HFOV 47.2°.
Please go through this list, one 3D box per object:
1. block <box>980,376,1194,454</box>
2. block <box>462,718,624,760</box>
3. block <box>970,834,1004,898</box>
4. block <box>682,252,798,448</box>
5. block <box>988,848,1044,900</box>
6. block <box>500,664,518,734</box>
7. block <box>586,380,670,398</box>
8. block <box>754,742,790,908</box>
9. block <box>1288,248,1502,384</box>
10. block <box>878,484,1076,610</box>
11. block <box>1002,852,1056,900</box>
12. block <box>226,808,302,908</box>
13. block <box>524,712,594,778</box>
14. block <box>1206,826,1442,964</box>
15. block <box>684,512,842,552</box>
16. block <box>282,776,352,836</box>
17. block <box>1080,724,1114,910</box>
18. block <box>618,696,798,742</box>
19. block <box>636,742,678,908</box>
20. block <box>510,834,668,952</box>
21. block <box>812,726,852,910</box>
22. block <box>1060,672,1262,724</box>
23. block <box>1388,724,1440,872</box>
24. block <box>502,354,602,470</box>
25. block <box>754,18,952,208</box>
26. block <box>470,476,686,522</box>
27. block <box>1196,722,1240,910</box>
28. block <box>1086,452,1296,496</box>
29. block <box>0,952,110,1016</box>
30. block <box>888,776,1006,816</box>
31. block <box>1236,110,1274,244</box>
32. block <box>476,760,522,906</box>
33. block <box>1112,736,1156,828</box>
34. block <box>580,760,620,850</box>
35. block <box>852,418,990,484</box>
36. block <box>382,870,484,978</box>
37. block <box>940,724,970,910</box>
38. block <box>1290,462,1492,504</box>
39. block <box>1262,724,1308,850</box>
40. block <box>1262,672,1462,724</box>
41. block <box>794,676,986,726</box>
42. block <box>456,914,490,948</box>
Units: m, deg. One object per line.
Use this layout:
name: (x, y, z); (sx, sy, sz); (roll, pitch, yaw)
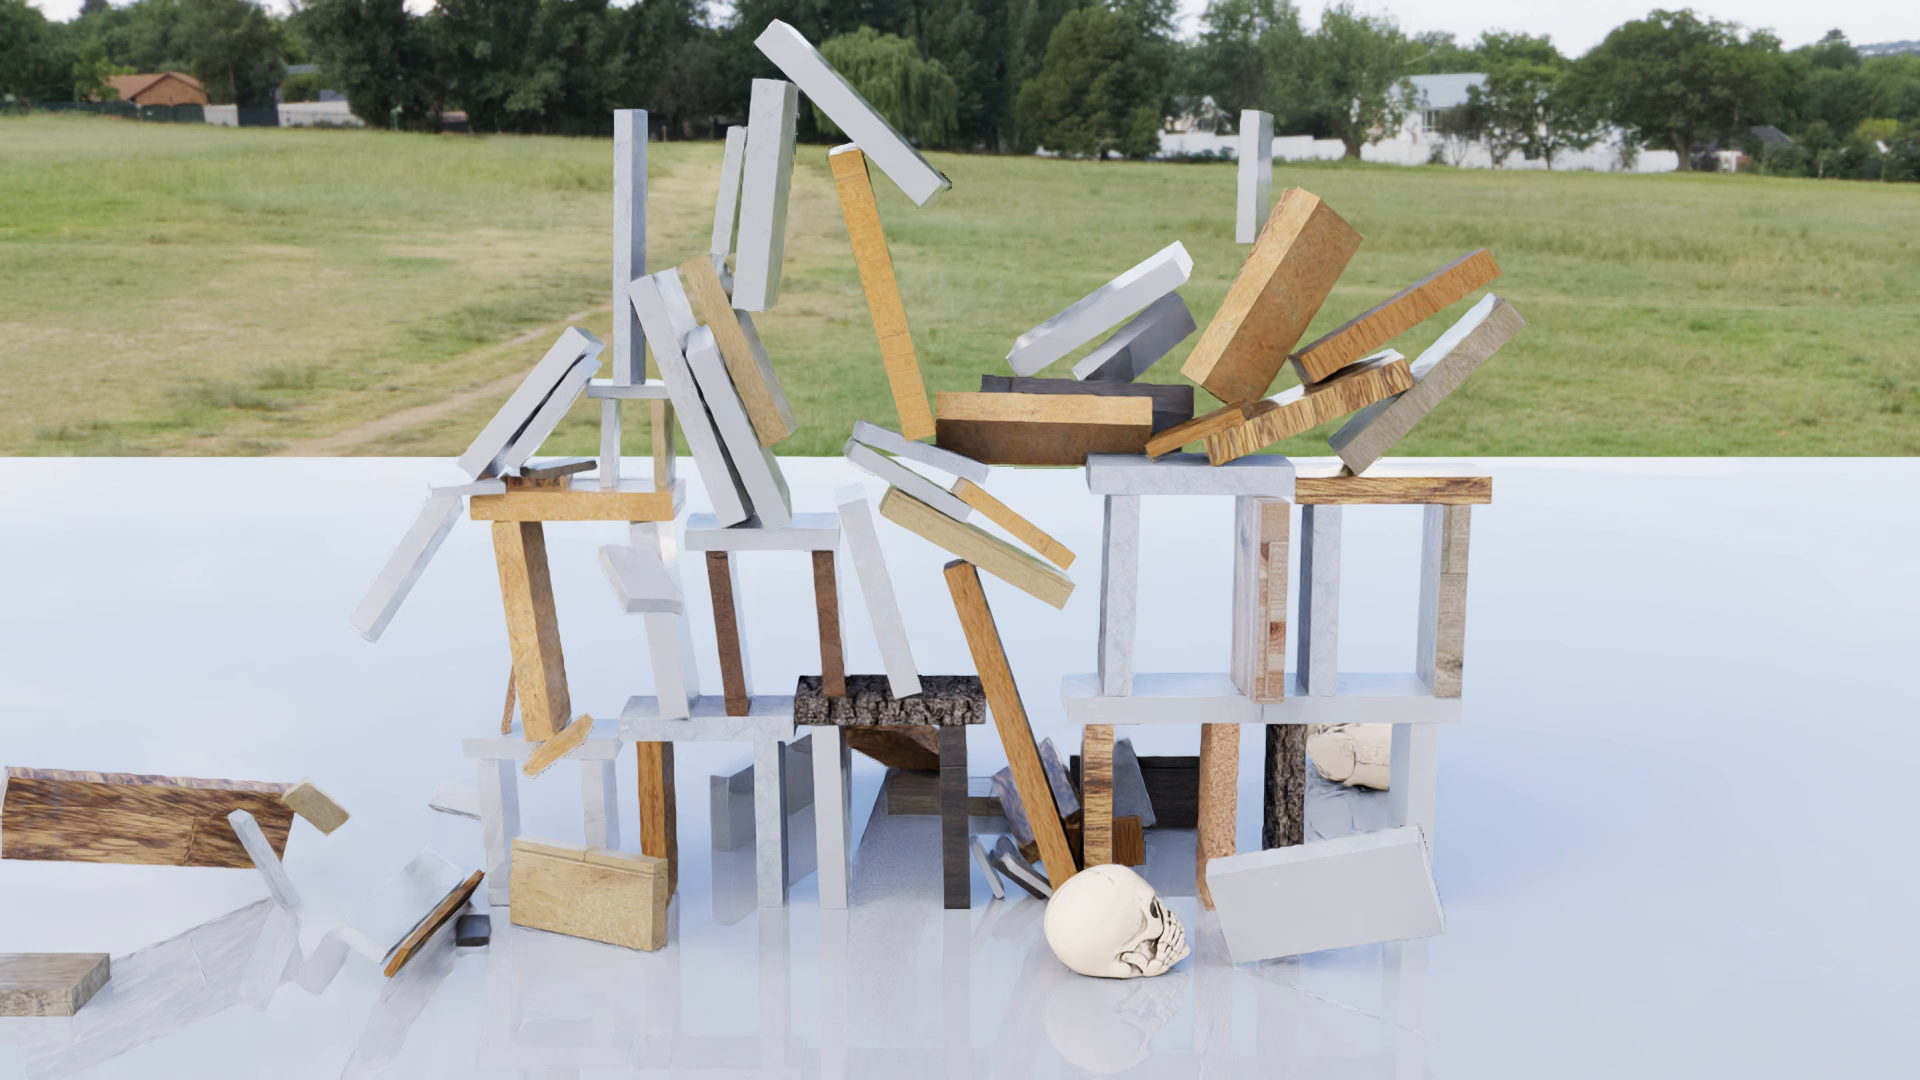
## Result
block: (0.205, -0.206, 3.669); (0.347, 0.049, 0.174); (3, -22, -2)
block: (-0.682, 0.328, 3.624); (0.248, 0.035, 0.124); (0, 11, 0)
block: (0.045, 0.542, 3.659); (0.014, 0.102, 0.051); (-27, 9, 5)
block: (-0.345, -0.304, 3.477); (0.044, 0.310, 0.155); (-23, 8, 5)
block: (0.093, 0.555, 3.656); (0.102, 0.014, 0.051); (37, 6, -10)
block: (-0.737, 0.259, 3.607); (0.015, 0.103, 0.051); (10, 10, -12)
block: (-0.522, -0.242, 3.515); (0.143, 0.020, 0.072); (0, 12, -1)
block: (-0.312, 0.451, 3.646); (0.040, 0.282, 0.141); (-1, 11, 0)
block: (0.696, -0.359, 3.542); (0.337, 0.048, 0.168); (-30, 3, 4)
block: (0.025, 0.008, 3.585); (0.329, 0.047, 0.165); (28, 4, -6)
block: (0.118, 0.557, 3.638); (0.102, 0.014, 0.051); (36, 4, -19)
block: (-1.136, 0.519, 3.588); (0.023, 0.165, 0.082); (-34, 18, -27)
block: (-0.589, 0.301, 3.227); (0.112, 0.016, 0.056); (-35, 16, 24)
block: (0.545, 0.532, 3.293); (0.320, 0.160, 0.045); (-12, 22, 17)
block: (-0.315, -0.014, 3.535); (0.244, 0.035, 0.122); (0, 13, -2)
block: (-1.079, 0.446, 3.686); (0.054, 0.108, 0.015); (-37, 35, 5)
block: (0.225, 0.436, 3.639); (0.044, 0.314, 0.157); (0, 11, 1)
block: (-0.410, 0.292, 3.616); (0.282, 0.040, 0.141); (0, 11, 0)
block: (-0.500, 0.451, 3.646); (0.040, 0.282, 0.141); (-1, 11, 0)
block: (-0.588, 0.555, 3.473); (0.274, 0.137, 0.039); (5, 7, 27)
block: (-0.212, 0.437, 3.642); (0.044, 0.309, 0.154); (-2, 11, 0)
block: (0.328, 0.259, 3.608); (0.314, 0.044, 0.157); (0, 11, -1)
block: (0.747, 0.435, 3.637); (0.045, 0.317, 0.158); (0, 11, 0)
block: (-0.647, -0.203, 3.494); (0.028, 0.196, 0.098); (38, 17, -7)
block: (-0.163, -0.658, 3.406); (0.350, 0.050, 0.175); (44, 9, -2)
block: (-0.613, -0.067, 3.545); (0.320, 0.045, 0.160); (0, 11, 0)
block: (0.426, 0.435, 3.639); (0.044, 0.314, 0.157); (1, 10, 0)
block: (0.368, -0.107, 3.540); (0.322, 0.046, 0.161); (0, 10, 0)
block: (-1.417, 0.651, 3.228); (0.284, 0.040, 0.142); (0, 11, 0)
block: (-0.002, 0.482, 4.149); (0.259, 0.037, 0.130); (1, 11, 3)
block: (0.483, -0.591, 3.597); (0.030, 0.212, 0.106); (4, 7, 20)
block: (-0.761, 0.467, 3.650); (0.035, 0.247, 0.124); (-2, 10, 1)
block: (0.289, 0.443, 3.963); (0.082, 0.165, 0.023); (-17, 7, 10)
block: (-0.595, 0.467, 3.649); (0.035, 0.247, 0.124); (-2, 10, 1)
block: (-0.064, -0.144, 3.561); (0.215, 0.030, 0.108); (19, 4, -11)
block: (-0.820, 0.597, 3.448); (0.015, 0.051, 0.385); (35, 10, -1)
block: (-0.008, 0.437, 3.643); (0.044, 0.309, 0.154); (-1, 11, 0)
block: (0.685, -0.091, 3.540); (0.309, 0.044, 0.154); (0, 10, 1)
block: (0.535, 0.435, 3.638); (0.045, 0.317, 0.158); (0, 11, 1)
block: (0.644, 0.258, 3.600); (0.317, 0.045, 0.158); (0, 11, -1)
block: (-0.114, 0.263, 3.615); (0.309, 0.044, 0.154); (0, 11, -1)
block: (-0.770, 0.618, 3.480); (0.051, 0.015, 0.103); (-2, 11, -10)
